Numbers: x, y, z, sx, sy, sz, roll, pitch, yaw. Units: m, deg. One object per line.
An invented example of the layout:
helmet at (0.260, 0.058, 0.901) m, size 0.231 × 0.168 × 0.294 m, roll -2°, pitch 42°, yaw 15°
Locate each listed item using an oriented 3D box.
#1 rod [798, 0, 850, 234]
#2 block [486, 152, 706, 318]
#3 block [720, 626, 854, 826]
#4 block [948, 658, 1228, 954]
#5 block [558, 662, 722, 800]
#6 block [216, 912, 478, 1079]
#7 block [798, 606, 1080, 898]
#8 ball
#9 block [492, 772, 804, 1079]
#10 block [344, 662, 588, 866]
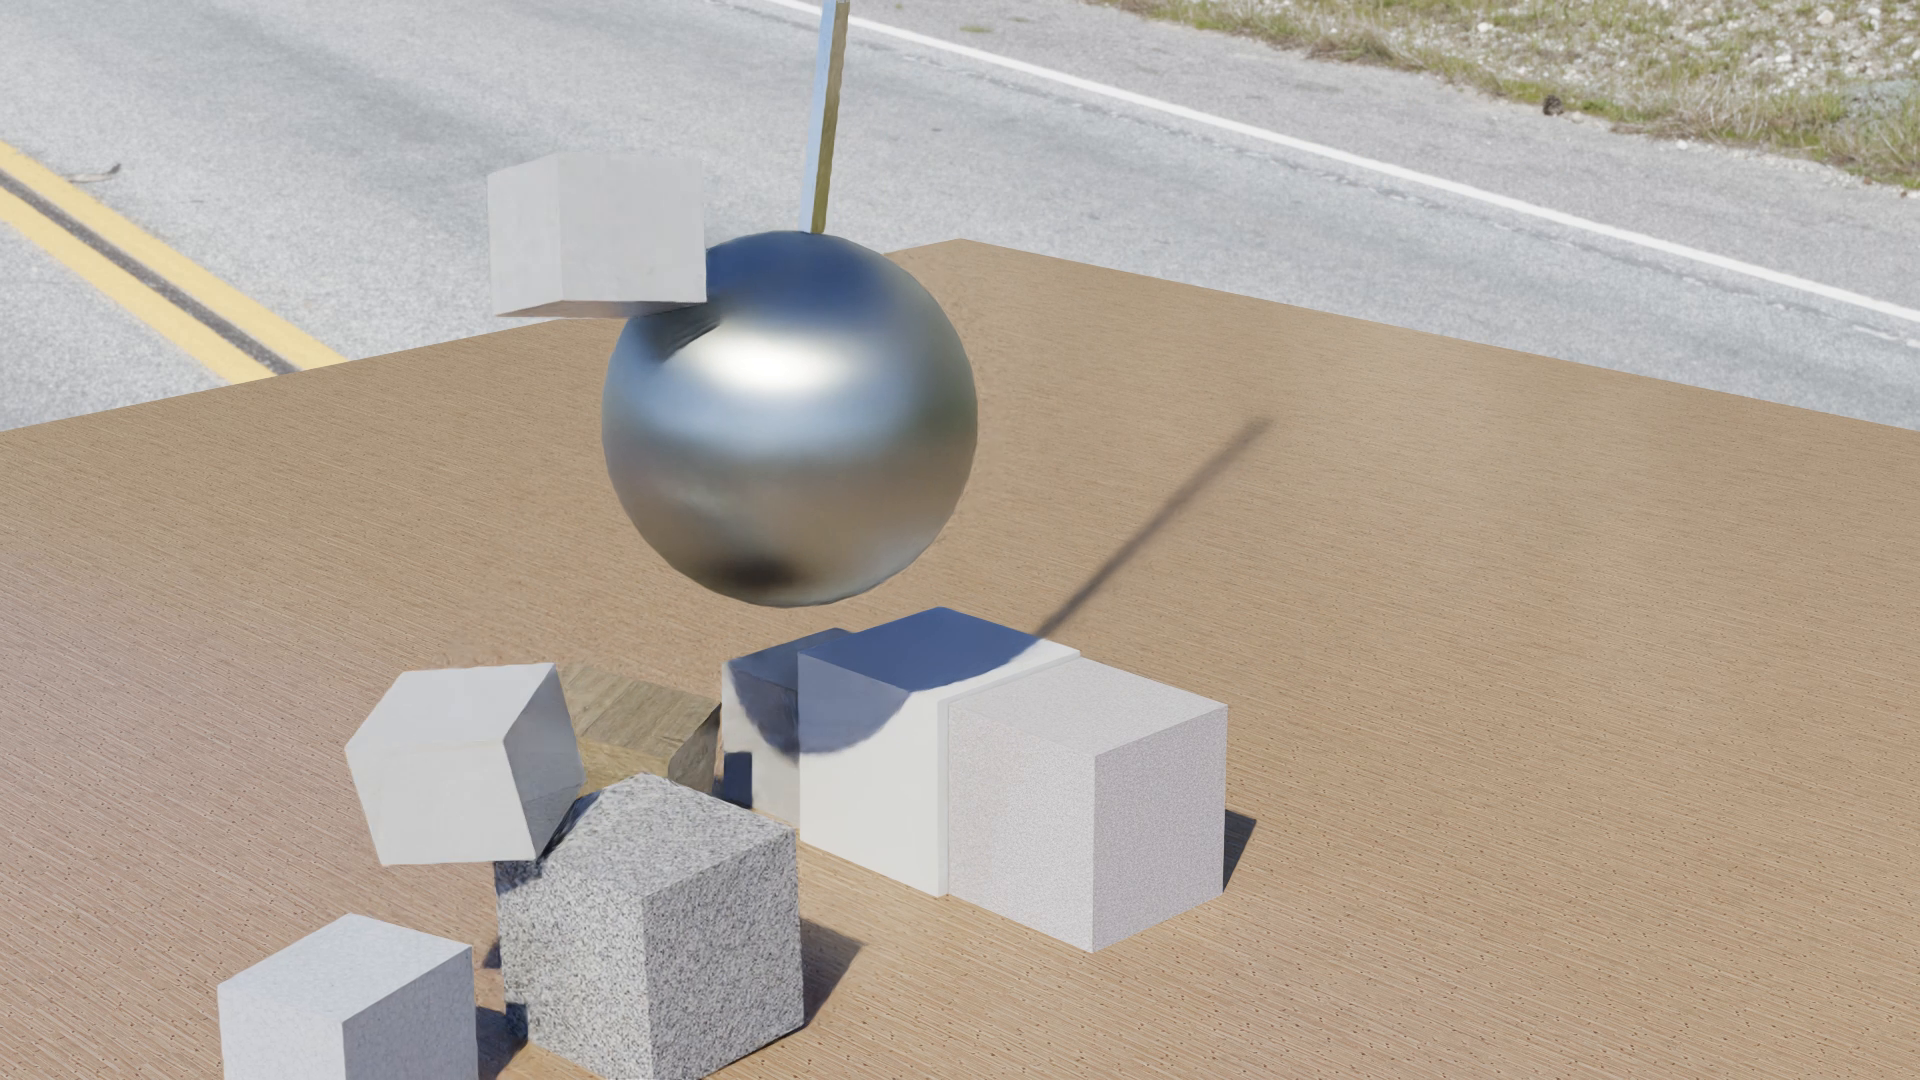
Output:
rod at (-0.312, -3.829, 11.811) m, size 0.080 × 5.200 × 0.080 m, roll 17°, pitch 14°, yaw 42°
block at (-1.454, -1.207, 11.708) m, size 0.627 × 0.569 × 0.654 m, roll -2°, pitch 0°, yaw -33°
block at (-0.652, 0.913, 14.293) m, size 0.759 × 0.688 × 0.663 m, roll -17°, pitch 24°, yaw -42°
block at (0.568, 1.164, 13.113) m, size 0.866 × 0.916 × 0.880 m, roll -17°, pitch 24°, yaw -42°
block at (-1.609, 1.071, 13.589) m, size 0.766 × 0.646 × 0.647 m, roll 14°, pitch 24°, yaw 12°
block at (-2.322, 1.914, 11.186) m, size 0.606 × 0.641 × 0.744 m, roll 10°, pitch 20°, yaw 28°
block at (-0.097, 0.965, 13.698) m, size 0.918 × 0.945 × 0.933 m, roll 17°, pitch 24°, yaw 42°
ball at (-0.721, -0.510, 12.426) m, size 1.600 × 1.600 × 1.600 m, roll 0°, pitch 17°, yaw 0°
block at (-1.252, 1.575, 11.821) m, size 0.896 × 0.876 × 0.822 m, roll 15°, pitch 25°, yaw 40°
block at (-1.944, 0.886, 11.598) m, size 0.667 × 0.543 × 0.592 m, roll -4°, pitch 26°, yaw 16°
